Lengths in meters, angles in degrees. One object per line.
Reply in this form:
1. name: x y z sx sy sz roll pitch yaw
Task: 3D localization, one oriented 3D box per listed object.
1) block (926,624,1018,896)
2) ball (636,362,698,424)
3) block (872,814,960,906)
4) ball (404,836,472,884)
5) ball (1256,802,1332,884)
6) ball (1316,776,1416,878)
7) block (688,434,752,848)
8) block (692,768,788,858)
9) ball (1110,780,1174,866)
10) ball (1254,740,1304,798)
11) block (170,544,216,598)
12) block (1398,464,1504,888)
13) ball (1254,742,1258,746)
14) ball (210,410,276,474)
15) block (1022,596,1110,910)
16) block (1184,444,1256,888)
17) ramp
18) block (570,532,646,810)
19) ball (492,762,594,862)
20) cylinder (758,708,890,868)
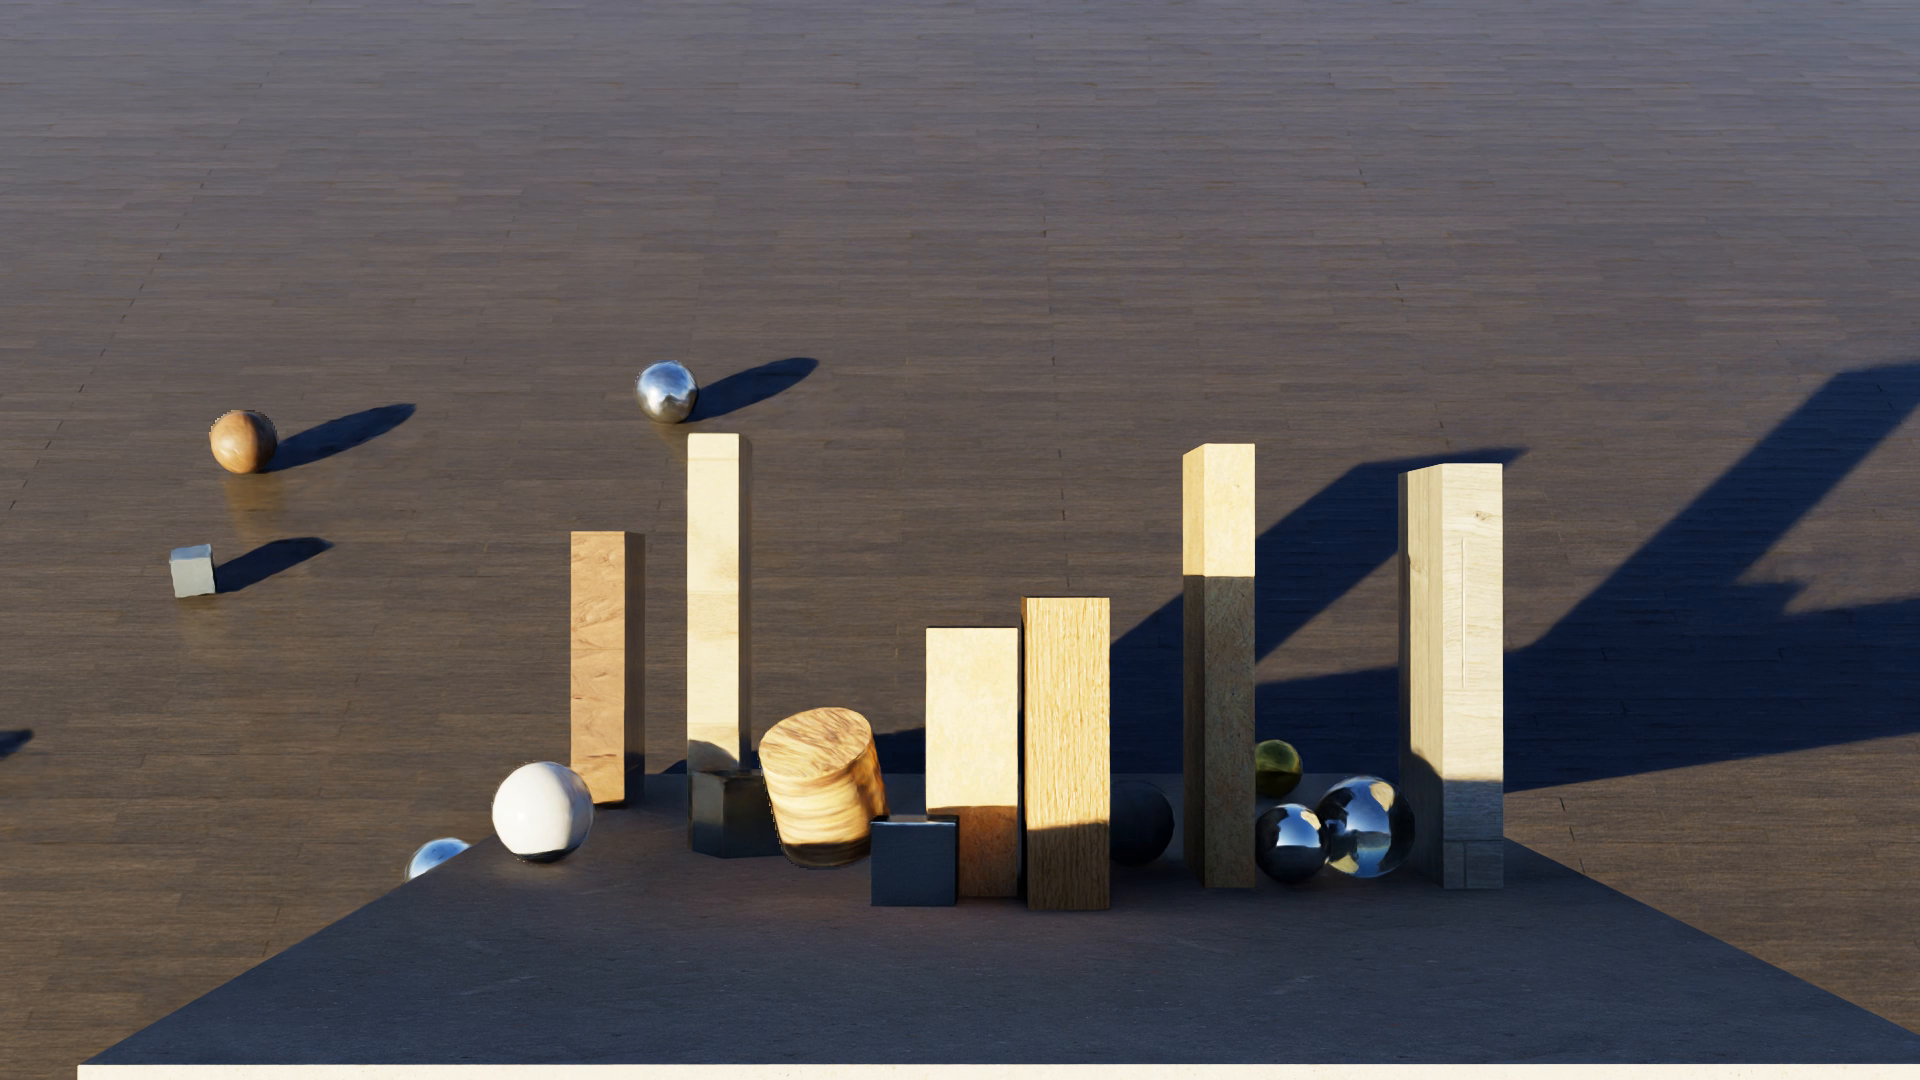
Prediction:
1. block: 0.019 0.359 4.306 0.145 0.429 0.295 0 -1 0
2. ball: -0.951 -0.477 8.414 0.204 0.204 0.204 0 32 0
3. block: -0.070 0.505 4.092 0.130 0.130 0.130 0 -1 3
4. ball: -1.257 0.828 6.339 0.203 0.203 0.203 0 32 0
5. ball: 0.553 0.507 4.333 0.134 0.134 0.134 0 32 0
6. ball: 0.687 0.488 4.408 0.173 0.173 0.173 0 32 0
7. block: -0.466 0.193 5.040 0.095 0.781 0.308 0 -1 0
8. block: -0.399 0.506 4.808 0.148 0.148 0.148 0 -1 -28
9. ball: 0.305 0.502 4.598 0.150 0.150 0.150 0 32 0
10. ball: 0.726 0.529 6.000 0.135 0.135 0.135 0 32 0
11. block: -2.241 0.090 7.577 0.112 0.112 0.112 -8 20 -12
12. block: 0.843 0.226 4.478 0.098 0.698 0.431 0 -1 0
13. ball: 0.676 0.536 6.159 0.124 0.124 0.124 0 32 0
14. ball: -2.251 -0.306 8.145 0.200 0.200 0.200 0 32 0
15. block: 0.167 0.332 4.182 0.126 0.480 0.386 0 -1 0
16. block: 0.445 0.210 4.479 0.083 0.731 0.407 0 -1 0
17. ramp: 0.071 0.629 4.724 2.000 0.100 4.000 0 -1 0
18. block: -0.796 0.290 5.878 0.117 0.611 0.374 0 -1 0
19. ball: -0.748 0.488 4.659 0.180 0.180 0.180 0 32 0
20. cylinder: -0.219 0.404 4.236 0.186 0.186 0.186 -9 30 5
